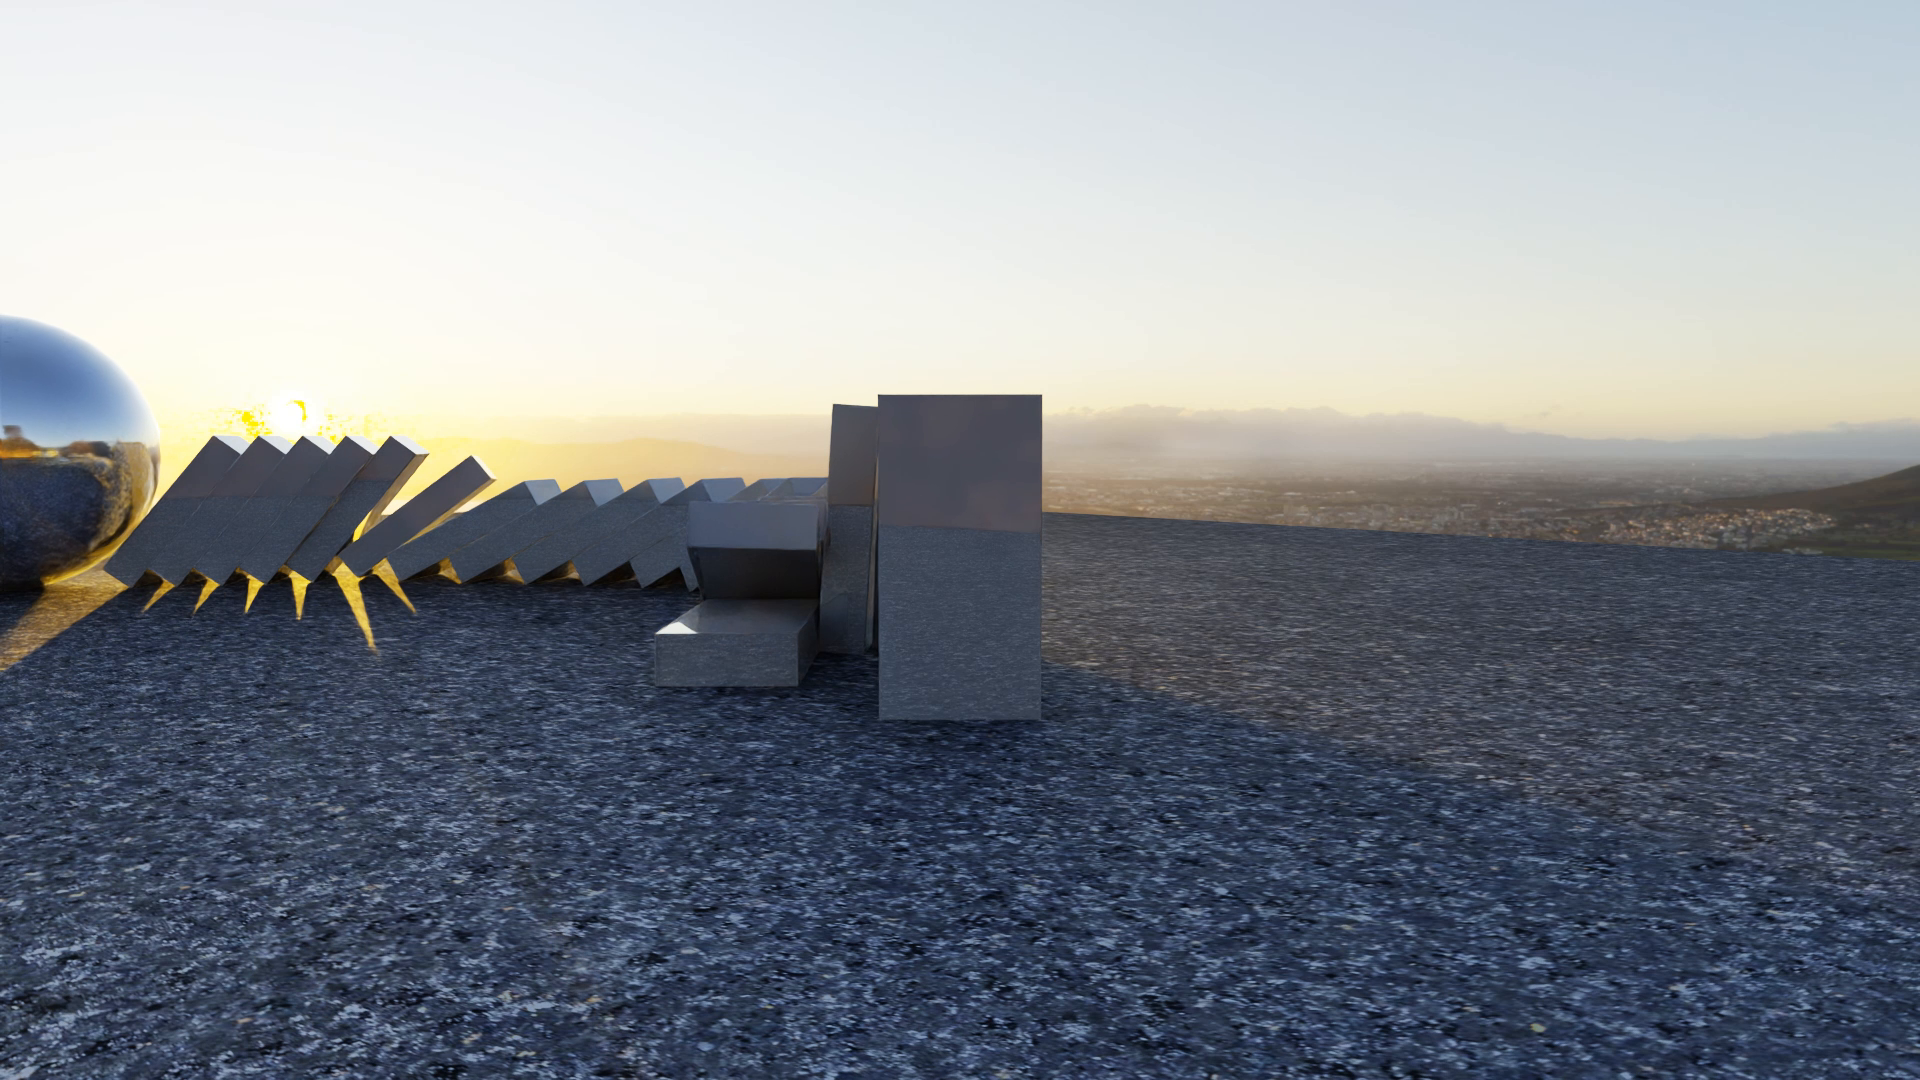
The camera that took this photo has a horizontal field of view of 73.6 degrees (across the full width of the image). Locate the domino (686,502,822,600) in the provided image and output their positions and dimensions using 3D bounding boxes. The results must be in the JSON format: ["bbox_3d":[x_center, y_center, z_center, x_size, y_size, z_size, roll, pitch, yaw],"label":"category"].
[{"bbox_3d":[-0.042,0.007,0.271,0.025,0.009,0.050,1,-22,-4],"label":"domino"}]

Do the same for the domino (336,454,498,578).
[{"bbox_3d":[-0.173,-0.008,0.411,0.050,0.009,0.025,-40,11,-11],"label":"domino"}]

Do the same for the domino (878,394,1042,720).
[{"bbox_3d":[0.000,0.002,0.201,0.025,0.050,0.009,0,4,0],"label":"domino"}]

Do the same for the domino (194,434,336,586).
[{"bbox_3d":[-0.212,-0.010,0.396,0.009,0.050,0.025,38,-5,-13],"label":"domino"}]

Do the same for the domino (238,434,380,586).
[{"bbox_3d":[-0.200,-0.010,0.399,0.009,0.050,0.025,38,-5,-13],"label":"domino"}]

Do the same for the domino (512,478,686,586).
[{"bbox_3d":[-0.109,-0.003,0.394,0.050,0.009,0.025,-28,-1,11],"label":"domino"}]

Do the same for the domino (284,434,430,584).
[{"bbox_3d":[-0.189,-0.010,0.404,0.009,0.050,0.025,38,-4,-13],"label":"domino"}]

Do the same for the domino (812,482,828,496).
[{"bbox_3d":[-0.038,-0.001,0.346,0.025,0.009,0.050,-2,-26,-48],"label":"domino"}]

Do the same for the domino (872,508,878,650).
[{"bbox_3d":[-0.004,-0.002,0.262,0.025,0.050,0.009,-3,10,-34],"label":"domino"}]

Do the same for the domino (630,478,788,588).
[{"bbox_3d":[-0.070,-0.002,0.377,0.050,0.009,0.025,-29,-7,19],"label":"domino"}]

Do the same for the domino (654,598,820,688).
[{"bbox_3d":[-0.041,0.019,0.249,0.025,0.010,0.050,0,4,-1],"label":"domino"}]

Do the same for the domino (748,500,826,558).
[{"bbox_3d":[-0.042,0.005,0.295,0.025,0.009,0.050,-1,-22,-6],"label":"domino"}]

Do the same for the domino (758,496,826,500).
[{"bbox_3d":[-0.039,0.003,0.319,0.025,0.010,0.050,-1,-22,-14],"label":"domino"}]

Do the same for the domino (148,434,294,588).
[{"bbox_3d":[-0.224,-0.010,0.394,0.010,0.050,0.025,38,-5,-13],"label":"domino"}]

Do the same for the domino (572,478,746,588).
[{"bbox_3d":[-0.089,-0.003,0.385,0.050,0.009,0.025,-29,-5,17],"label":"domino"}]

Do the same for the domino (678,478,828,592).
[{"bbox_3d":[-0.053,-0.001,0.361,0.050,0.009,0.025,-33,-17,33],"label":"domino"}]

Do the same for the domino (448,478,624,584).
[{"bbox_3d":[-0.130,-0.003,0.399,0.050,0.009,0.025,-27,0,9],"label":"domino"}]

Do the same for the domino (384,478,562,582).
[{"bbox_3d":[-0.152,-0.003,0.404,0.050,0.009,0.025,-27,2,5],"label":"domino"}]

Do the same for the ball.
[{"bbox_3d":[-0.278,-0.025,0.371,0.080,0.080,0.080,0,4,0],"label":"ball"}]

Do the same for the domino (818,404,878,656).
[{"bbox_3d":[-0.022,-0.003,0.269,0.009,0.050,0.025,4,4,2],"label":"domino"}]

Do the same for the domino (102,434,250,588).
[{"bbox_3d":[-0.236,-0.009,0.391,0.009,0.050,0.025,38,-5,-13],"label":"domino"}]
